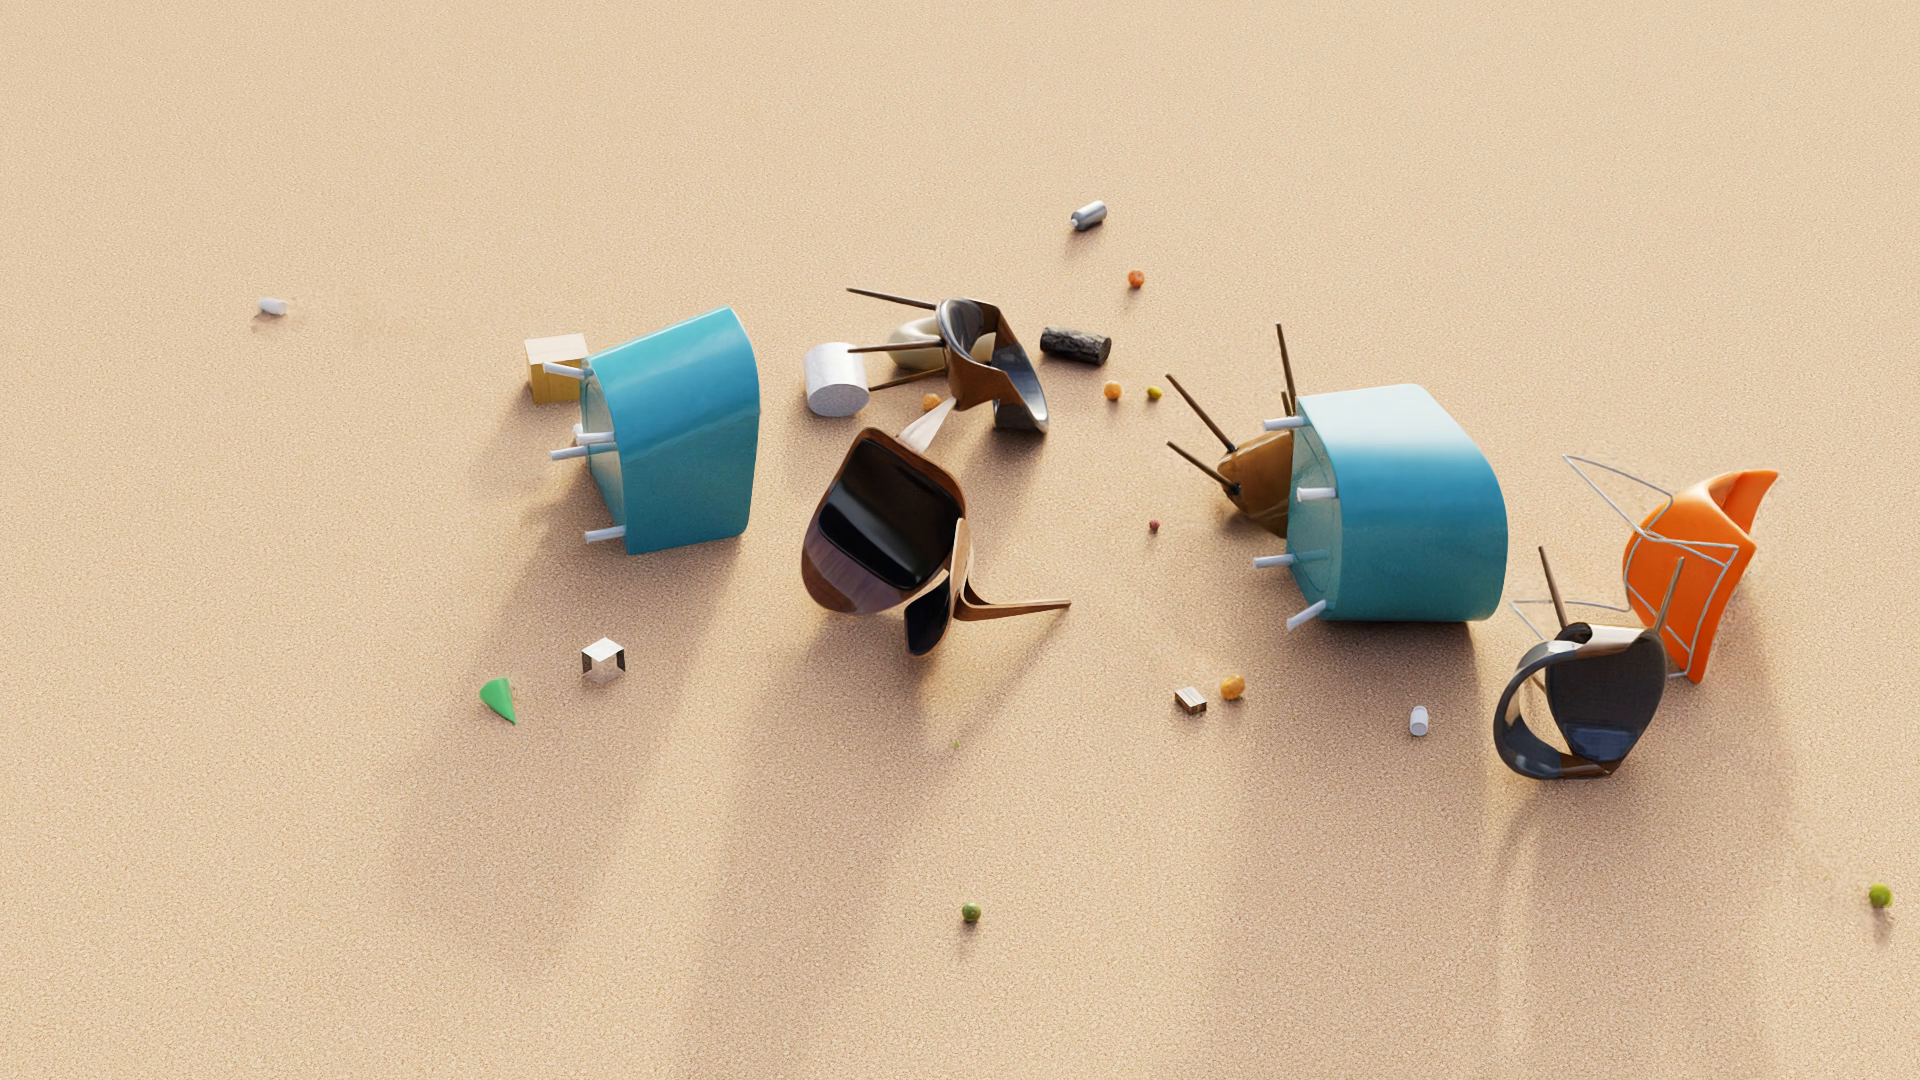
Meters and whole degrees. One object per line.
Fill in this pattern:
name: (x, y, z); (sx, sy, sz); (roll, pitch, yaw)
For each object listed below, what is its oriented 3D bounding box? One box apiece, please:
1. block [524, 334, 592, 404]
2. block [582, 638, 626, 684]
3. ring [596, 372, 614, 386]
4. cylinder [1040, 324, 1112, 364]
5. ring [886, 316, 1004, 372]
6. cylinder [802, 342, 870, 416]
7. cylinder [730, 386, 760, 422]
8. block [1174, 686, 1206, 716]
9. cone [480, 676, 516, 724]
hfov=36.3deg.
block: (-1.620, -0.691, 11.825); (0.236, 0.185, 0.204); (-8, 34, -12)
block: (-1.242, 0.422, 10.212); (0.097, 0.101, 0.110); (27, 42, 35)
ring: (-1.444, -0.651, 11.911); (0.071, 0.024, 0.096); (-5, 33, -6)
cylinder: (0.476, -0.806, 12.066); (0.261, 0.111, 0.144); (14, 29, 20)
ring: (-0.059, -0.806, 12.024); (0.497, 0.158, 0.284); (-7, 29, -13)
cylinder: (-0.499, -0.646, 11.785); (0.246, 0.154, 0.331); (-6, 34, -4)
cylinder: (-0.854, -0.542, 11.650); (0.075, 0.126, 0.149); (-7, 57, -24)
block: (0.792, 0.552, 10.072); (0.066, 0.038, 0.102); (-16, 37, -23)
cone: (-1.555, 0.570, 10.036); (0.112, 0.098, 0.181); (-32, 57, -7)
